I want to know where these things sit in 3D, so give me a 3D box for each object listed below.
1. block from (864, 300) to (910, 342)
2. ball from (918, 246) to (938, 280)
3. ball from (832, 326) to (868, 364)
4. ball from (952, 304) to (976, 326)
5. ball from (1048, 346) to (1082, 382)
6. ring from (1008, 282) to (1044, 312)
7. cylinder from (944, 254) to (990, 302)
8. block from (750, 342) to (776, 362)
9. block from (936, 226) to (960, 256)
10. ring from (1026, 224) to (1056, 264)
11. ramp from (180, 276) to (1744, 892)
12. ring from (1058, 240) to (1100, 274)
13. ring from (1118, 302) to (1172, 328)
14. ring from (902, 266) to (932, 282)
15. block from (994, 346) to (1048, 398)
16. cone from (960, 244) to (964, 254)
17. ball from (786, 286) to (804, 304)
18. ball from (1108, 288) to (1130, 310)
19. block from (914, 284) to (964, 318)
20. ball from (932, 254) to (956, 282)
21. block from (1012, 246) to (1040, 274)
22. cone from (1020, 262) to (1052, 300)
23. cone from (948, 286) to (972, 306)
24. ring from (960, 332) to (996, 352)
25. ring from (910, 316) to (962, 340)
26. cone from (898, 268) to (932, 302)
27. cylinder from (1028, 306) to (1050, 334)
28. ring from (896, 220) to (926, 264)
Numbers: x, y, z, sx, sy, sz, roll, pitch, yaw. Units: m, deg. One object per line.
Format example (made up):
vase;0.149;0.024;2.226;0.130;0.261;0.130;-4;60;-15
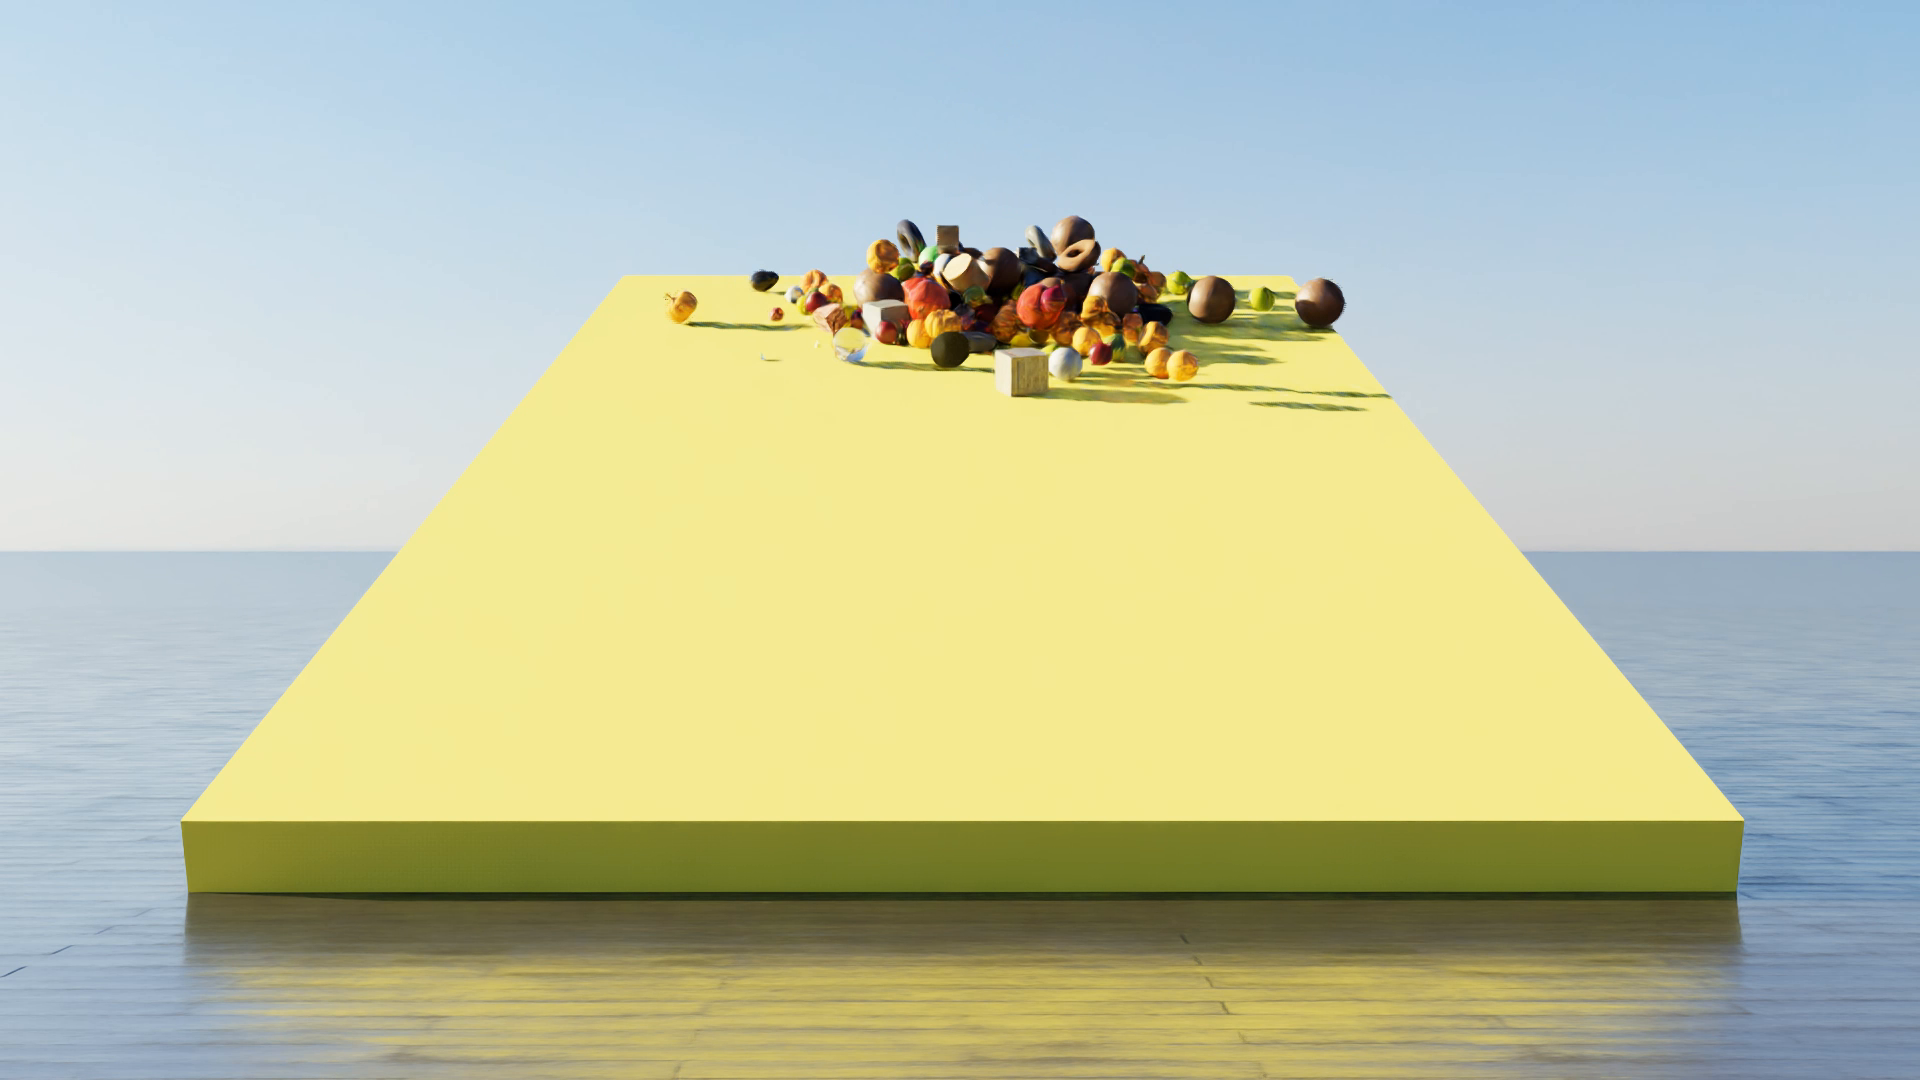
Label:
block;-0.191;-0.571;5.771;0.088;0.088;0.088;-11;20;-32
ball;-0.071;-0.790;6.320;0.096;0.096;0.096;0;0;0
ball;-0.271;-0.479;5.461;0.090;0.090;0.090;0;0;0
ball;0.010;-0.581;5.722;0.057;0.057;0.057;0;0;0
ball;0.251;-0.419;5.278;0.081;0.081;0.081;0;0;0
ring;0.183;-0.666;6.103;0.110;0.037;0.110;23;34;-17
cylinder;0.019;-0.706;5.963;0.091;0.091;0.091;0;-37;46
block;-0.490;-0.458;5.517;0.057;0.057;0.057;1;-1;-2
block;-0.033;-0.837;6.213;0.062;0.062;0.062;1;-22;0
ring;0.229;-0.838;6.287;0.042;0.126;0.126;-34;1;-2
ramp;-0.003;-0.170;4.766;2.000;0.100;4.000;0;17;0
ring;0.324;-0.769;6.022;0.128;0.043;0.128;-24;29;14
ring;0.494;-0.602;5.945;0.148;0.049;0.148;1;16;0
ring;-0.125;-0.775;6.507;0.093;0.031;0.093;21;25;-10
block;0.143;-0.391;5.166;0.093;0.093;0.093;-7;18;-23
cone;-0.018;-0.855;6.342;0.058;0.058;0.058;-4;38;3
ball;-0.463;-0.686;6.211;0.052;0.052;0.052;0;0;0
ball;0.429;-0.652;5.983;0.058;0.058;0.058;0;0;0
block;-0.058;-0.617;5.892;0.085;0.085;0.085;30;31;30
ball;-0.035;-0.761;6.210;0.083;0.083;0.083;0;0;0
block;0.182;-0.769;6.112;0.055;0.055;0.055;-2;-23;-15
cone;0.188;-0.686;5.958;0.097;0.097;0.097;19;12;-4
cone;-0.020;-0.650;5.956;0.094;0.094;0.094;0;-41;12
ring;0.029;-0.502;5.624;0.120;0.040;0.120;1;15;0
ring;-0.064;-0.553;5.784;0.140;0.047;0.140;0;18;0
cone;-0.142;-0.682;6.125;0.099;0.099;0.099;0;31;24
cylinder;0.207;-0.579;5.845;0.060;0.060;0.060;0;18;0
ring;-0.139;-0.863;6.420;0.045;0.136;0.136;-29;7;-13
